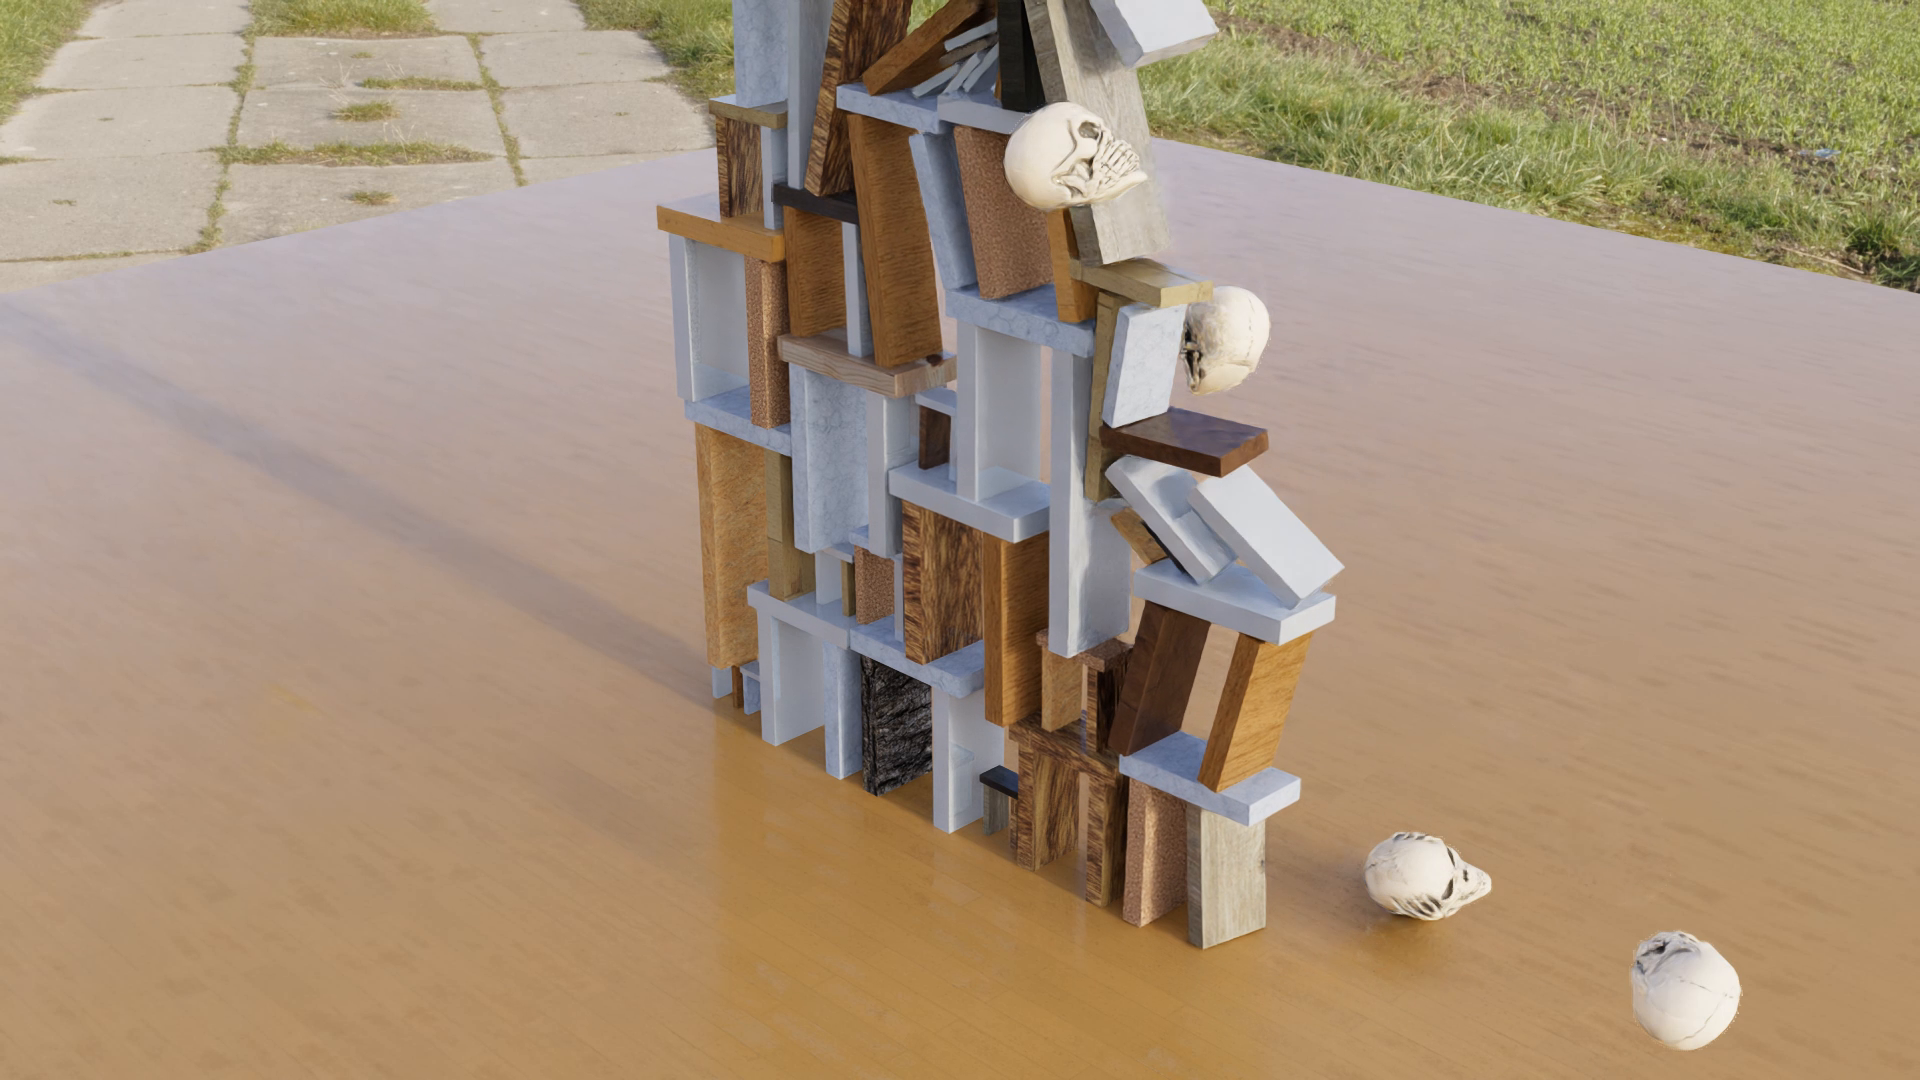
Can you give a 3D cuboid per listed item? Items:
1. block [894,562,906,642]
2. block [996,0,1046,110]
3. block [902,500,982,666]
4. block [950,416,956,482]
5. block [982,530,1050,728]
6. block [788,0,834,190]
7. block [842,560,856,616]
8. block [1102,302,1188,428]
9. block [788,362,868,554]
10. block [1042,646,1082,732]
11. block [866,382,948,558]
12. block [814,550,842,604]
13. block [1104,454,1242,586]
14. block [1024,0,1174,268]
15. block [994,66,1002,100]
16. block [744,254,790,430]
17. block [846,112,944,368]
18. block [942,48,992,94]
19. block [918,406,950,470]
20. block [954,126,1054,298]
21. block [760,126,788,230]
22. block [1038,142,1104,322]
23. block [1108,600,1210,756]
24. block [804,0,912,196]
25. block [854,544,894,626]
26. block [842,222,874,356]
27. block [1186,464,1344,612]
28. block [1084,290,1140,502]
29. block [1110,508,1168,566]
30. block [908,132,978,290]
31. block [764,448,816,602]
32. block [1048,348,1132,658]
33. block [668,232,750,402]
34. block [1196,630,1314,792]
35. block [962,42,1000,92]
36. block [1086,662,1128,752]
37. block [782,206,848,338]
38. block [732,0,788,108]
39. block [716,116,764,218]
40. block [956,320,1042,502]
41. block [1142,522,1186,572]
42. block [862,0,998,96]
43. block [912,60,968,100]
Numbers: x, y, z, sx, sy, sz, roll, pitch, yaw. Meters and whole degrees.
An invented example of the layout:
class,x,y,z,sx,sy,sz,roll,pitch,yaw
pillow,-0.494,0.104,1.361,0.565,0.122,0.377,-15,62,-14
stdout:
class,x,y,z,sx,sy,sz,roll,pitch,yaw
block,-0.091,0.111,4.370,0.085,0.170,0.024,-21,31,-41
block,0.132,-0.909,3.685,0.049,0.347,0.174,12,26,35
block,-0.032,0.059,4.278,0.167,0.335,0.047,-21,30,-40
block,0.011,-0.178,4.123,0.064,0.128,0.018,-21,33,-40
block,0.121,0.146,4.139,0.167,0.385,0.047,-21,30,-40
block,-0.271,-0.856,4.164,0.115,0.368,0.033,-21,33,-40
block,-0.213,0.090,4.487,0.017,0.122,0.061,20,30,41
block,0.308,-0.300,3.688,0.115,0.230,0.033,-18,47,-25
block,-0.259,-0.183,4.425,0.168,0.393,0.048,-21,31,-40
block,0.192,0.268,4.129,0.085,0.169,0.024,-21,31,-40
block,-0.101,-0.147,4.268,0.168,0.336,0.048,-21,31,-41
block,-0.269,0.068,4.540,0.017,0.122,0.061,21,31,41
block,0.380,-0.051,3.818,0.259,0.037,0.130,50,47,9
block,0.218,-0.742,3.623,0.174,0.564,0.049,-20,10,-40
block,0.095,-0.817,3.755,0.018,0.124,0.062,34,38,33
block,-0.343,-0.416,4.417,0.050,0.353,0.176,21,31,40
block,-0.119,-0.568,4.107,0.139,0.469,0.039,-21,22,-40
block,0.024,-0.813,3.844,0.065,0.018,0.130,-23,-11,-37
block,-0.048,-0.203,4.180,0.064,0.128,0.018,-21,33,-40
block,0.081,-0.590,3.879,0.151,0.302,0.043,-21,18,-40
block,-0.337,-0.713,4.282,0.028,0.201,0.100,21,31,40
block,0.220,-0.535,3.748,0.151,0.301,0.043,-19,18,-37
block,0.365,0.228,3.949,0.044,0.314,0.157,34,36,33
block,-0.177,-0.888,4.056,0.152,0.520,0.043,-20,46,-39
block,-0.172,0.079,4.444,0.024,0.170,0.085,21,31,41
block,-0.159,-0.490,4.196,0.036,0.256,0.128,18,29,42
block,0.517,-0.011,3.727,0.130,0.037,0.259,-31,73,-39
block,0.278,-0.260,3.804,0.115,0.394,0.033,-25,40,-38
block,0.325,-0.007,3.915,0.058,0.016,0.115,-21,62,-35
block,0.002,-0.602,3.956,0.139,0.277,0.039,-22,13,-40
block,-0.321,-0.053,4.556,0.166,0.331,0.047,-21,31,-41
block,0.236,-0.082,3.933,0.170,0.579,0.048,-22,31,-40
block,-0.511,-0.480,4.567,0.050,0.353,0.176,21,31,40
block,0.514,0.279,3.819,0.157,0.314,0.044,-19,42,-41
block,0.060,-0.821,3.798,0.062,0.018,0.124,-22,-13,-41
block,0.271,0.299,4.055,0.024,0.169,0.085,21,31,41
block,-0.279,-0.538,4.307,0.128,0.256,0.036,-21,28,-41
block,-0.380,-0.956,4.228,0.033,0.230,0.115,22,32,39
block,-0.434,-0.750,4.368,0.028,0.201,0.100,21,31,40
block,0.072,-0.254,4.033,0.170,0.339,0.048,-21,31,-40
block,0.375,0.002,3.859,0.058,0.016,0.115,-20,66,-45
block,-0.026,-0.884,3.881,0.152,0.043,0.303,-22,-3,-42
block,-0.021,-0.818,3.897,0.065,0.018,0.130,-22,3,-42
